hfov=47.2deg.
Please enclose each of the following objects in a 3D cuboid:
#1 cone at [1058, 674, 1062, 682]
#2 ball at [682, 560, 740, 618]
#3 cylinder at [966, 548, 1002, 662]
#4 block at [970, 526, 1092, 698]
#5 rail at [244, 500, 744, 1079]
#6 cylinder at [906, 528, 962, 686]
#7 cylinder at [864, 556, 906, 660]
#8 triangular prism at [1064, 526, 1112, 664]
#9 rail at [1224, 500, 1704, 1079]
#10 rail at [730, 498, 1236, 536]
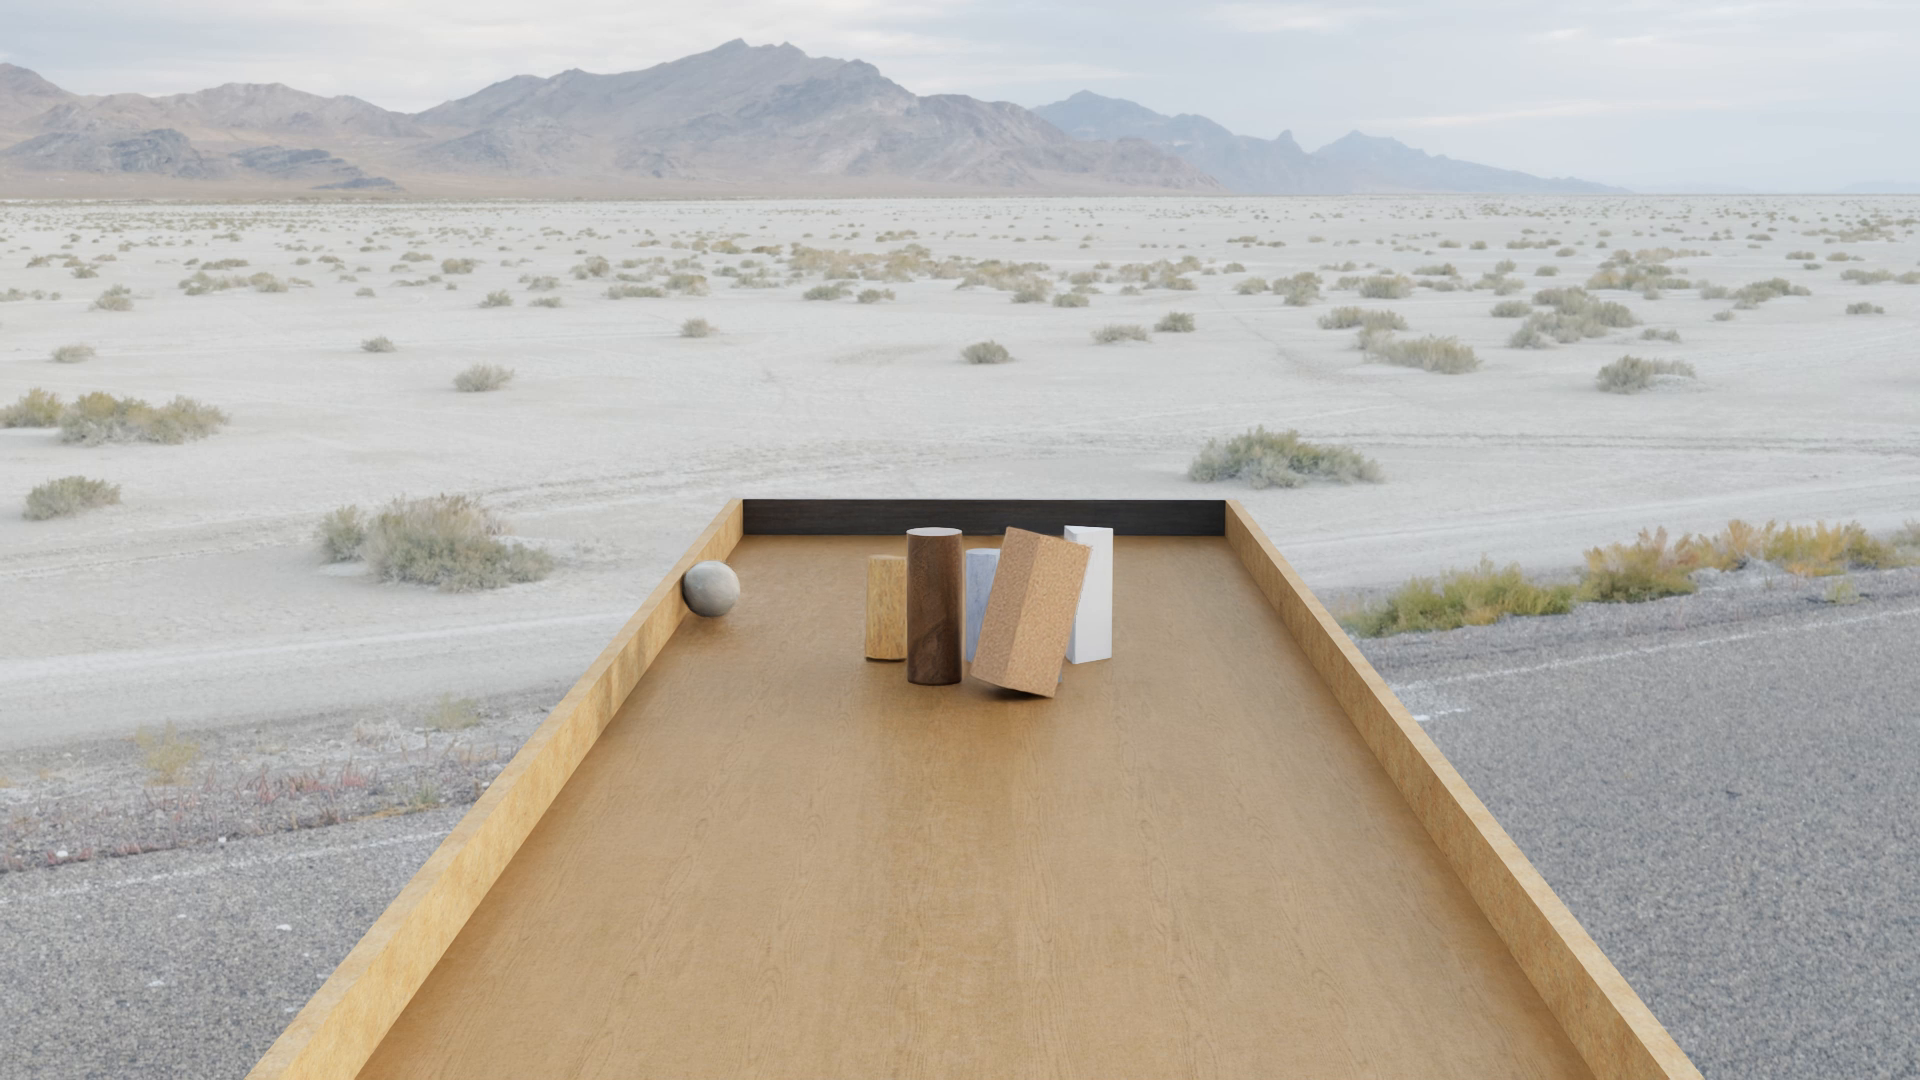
[{"bbox_3d":[0.211,0.245,6.409,0.176,0.331,0.176,0,9,0],"label":"cone"},{"bbox_3d":[-0.829,0.164,7.319,0.192,0.192,0.192,0,9,0],"label":"ball"},{"bbox_3d":[0.073,0.199,6.687,0.113,0.334,0.113,0,9,0],"label":"cylinder"},{"bbox_3d":[0.199,0.202,6.230,0.177,0.438,0.177,14,0,-32],"label":"block"},{"bbox_3d":[-1.004,0.839,3.234,0.050,0.150,12.000,0,9,1],"label":"rail"},{"bbox_3d":[-0.074,0.192,6.394,0.161,0.439,0.161,0,9,0],"label":"cylinder"},{"bbox_3d":[-0.218,0.205,6.717,0.136,0.302,0.136,2,4,0],"label":"cylinder"},{"bbox_3d":[0.363,0.162,6.712,0.153,0.400,0.132,-7,11,-38],"label":"triangular prism"},{"bbox_3d":[1.046,0.843,3.208,0.050,0.150,12.000,0,9,1],"label":"rail"},{"bbox_3d":[0.099,-0.098,9.147,2.100,0.150,0.050,0,9,1],"label":"rail"}]
